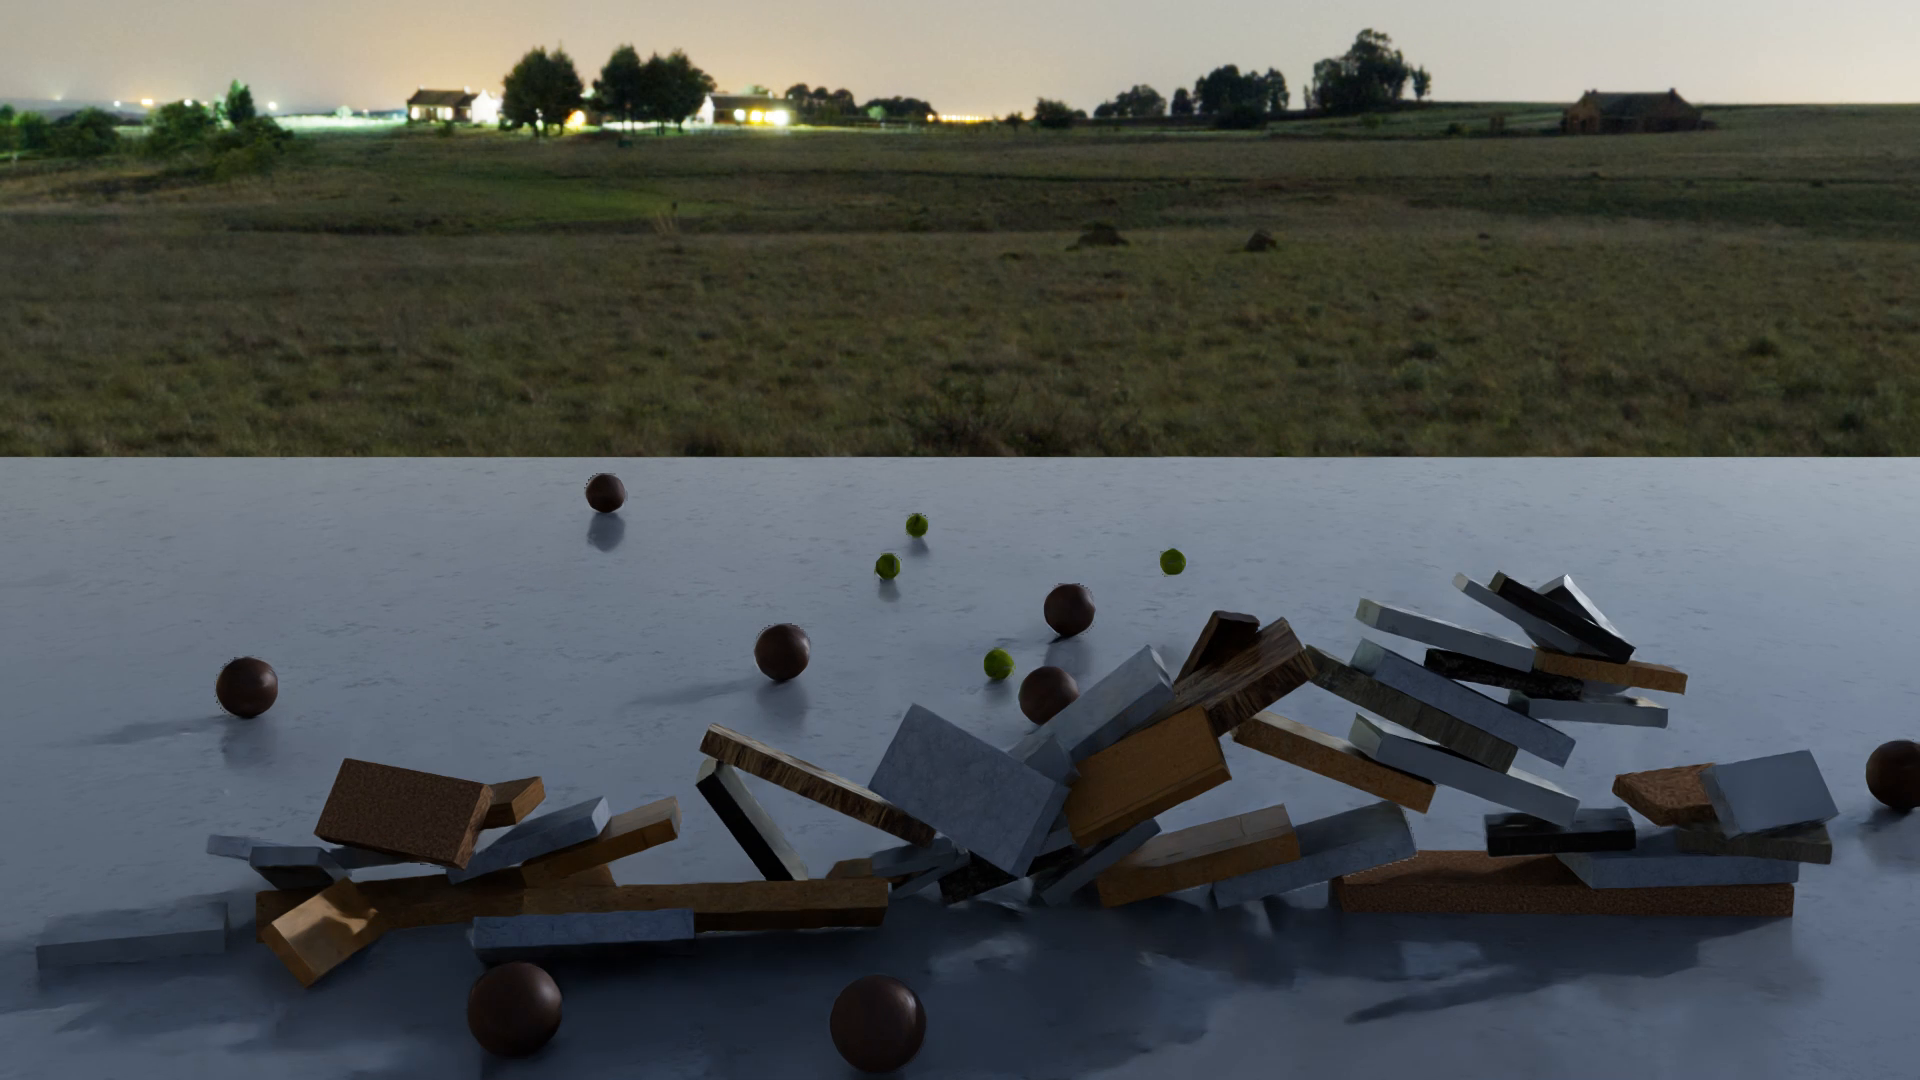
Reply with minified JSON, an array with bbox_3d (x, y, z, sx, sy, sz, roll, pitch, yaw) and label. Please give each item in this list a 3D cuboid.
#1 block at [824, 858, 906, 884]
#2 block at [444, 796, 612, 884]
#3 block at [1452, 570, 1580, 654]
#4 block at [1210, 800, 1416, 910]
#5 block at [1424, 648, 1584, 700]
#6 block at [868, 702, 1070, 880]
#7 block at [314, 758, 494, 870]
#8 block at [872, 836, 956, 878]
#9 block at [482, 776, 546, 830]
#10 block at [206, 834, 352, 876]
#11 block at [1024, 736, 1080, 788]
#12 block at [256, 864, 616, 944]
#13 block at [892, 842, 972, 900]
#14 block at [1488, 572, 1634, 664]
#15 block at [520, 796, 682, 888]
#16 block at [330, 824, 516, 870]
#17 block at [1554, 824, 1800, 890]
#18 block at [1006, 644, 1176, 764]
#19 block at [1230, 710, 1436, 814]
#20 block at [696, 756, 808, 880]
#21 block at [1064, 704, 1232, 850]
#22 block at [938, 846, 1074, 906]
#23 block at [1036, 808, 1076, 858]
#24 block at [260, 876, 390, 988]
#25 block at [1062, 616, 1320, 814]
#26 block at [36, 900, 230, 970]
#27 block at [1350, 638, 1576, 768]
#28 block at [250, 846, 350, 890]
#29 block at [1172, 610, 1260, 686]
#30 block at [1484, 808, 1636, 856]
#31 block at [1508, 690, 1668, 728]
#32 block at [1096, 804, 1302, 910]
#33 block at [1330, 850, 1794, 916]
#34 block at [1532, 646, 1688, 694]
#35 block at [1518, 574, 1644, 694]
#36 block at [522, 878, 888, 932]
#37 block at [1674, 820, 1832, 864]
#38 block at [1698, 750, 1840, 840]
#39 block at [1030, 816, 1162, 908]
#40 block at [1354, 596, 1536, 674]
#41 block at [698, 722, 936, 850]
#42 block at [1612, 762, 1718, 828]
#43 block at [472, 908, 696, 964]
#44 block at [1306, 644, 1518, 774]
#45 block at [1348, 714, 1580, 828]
[{"bbox_3d":[-0.152,0.556,3.690,0.138,0.020,0.069,-9,15,22],"label":"block"},{"bbox_3d":[-0.713,0.496,3.640,0.257,0.036,0.128,-19,7,3],"label":"block"},{"bbox_3d":[0.918,0.120,3.637,0.212,0.024,0.086,30,8,-4],"label":"block"},{"bbox_3d":[0.579,0.519,3.650,0.331,0.047,0.166,-17,9,7],"label":"block"},{"bbox_3d":[0.891,0.220,3.609,0.229,0.032,0.114,10,5,-6],"label":"block"},{"bbox_3d":[0.011,0.402,3.556,0.321,0.161,0.046,26,-4,37],"label":"block"},{"bbox_3d":[-0.901,0.443,3.566,0.270,0.135,0.038,7,-25,21],"label":"block"},{"bbox_3d":[-0.077,0.527,3.649,0.138,0.020,0.069,-13,16,0],"label":"block"},{"bbox_3d":[-0.838,0.450,3.640,0.270,0.038,0.135,-10,10,12],"label":"block"},{"bbox_3d":[-1.130,0.526,3.663,0.107,0.030,0.213,-3,-17,39],"label":"block"},{"bbox_3d":[0.112,0.403,3.549,0.024,0.171,0.086,36,17,-39],"label":"block"},{"bbox_3d":[-0.853,0.586,3.586,0.563,0.038,0.135,-3,11,-17],"label":"block"},{"bbox_3d":[-0.049,0.549,3.669,0.138,0.020,0.069,-27,13,0],"label":"block"},{"bbox_3d":[0.992,0.127,3.635,0.236,0.032,0.114,29,7,4],"label":"block"},{"bbox_3d":[-0.590,0.498,3.636,0.257,0.036,0.128,-19,11,0],"label":"block"},{"bbox_3d":[-0.896,0.497,3.671,0.270,0.038,0.135,-9,10,19],"label":"block"},{"bbox_3d":[1.183,0.520,3.642,0.346,0.049,0.173,-1,11,-5],"label":"block"},{"bbox_3d":[0.167,0.346,3.672,0.434,0.037,0.132,-38,22,12],"label":"block"},{"bbox_3d":[0.611,0.357,3.639,0.331,0.047,0.166,21,5,2],"label":"block"},{"bbox_3d":[-0.342,0.477,3.642,0.036,0.257,0.128,-35,10,4],"label":"block"},{"bbox_3d":[0.288,0.375,3.486,0.265,0.037,0.132,-27,46,13],"label":"block"},{"bbox_3d":[0.073,0.534,3.662,0.224,0.032,0.112,-20,15,0],"label":"block"},{"bbox_3d":[0.222,0.450,3.638,0.224,0.032,0.112,-20,16,2],"label":"block"},{"bbox_3d":[-0.968,0.597,3.360,0.030,0.107,0.213,-42,-2,18],"label":"block"},{"bbox_3d":[0.363,0.297,3.615,0.466,0.049,0.172,-33,15,7],"label":"block"},{"bbox_3d":[-1.286,0.615,3.431,0.270,0.038,0.135,-3,11,-15],"label":"block"},{"bbox_3d":[0.821,0.265,3.606,0.344,0.049,0.172,25,3,-4],"label":"block"},{"bbox_3d":[-1.072,0.538,3.578,0.107,0.030,0.213,0,-21,-2],"label":"block"},{"bbox_3d":[0.430,0.198,3.711,0.086,0.171,0.024,8,31,-32],"label":"block"},{"bbox_3d":[0.989,0.482,3.634,0.233,0.033,0.117,-5,11,11],"label":"block"},{"bbox_3d":[1.032,0.275,3.618,0.229,0.032,0.114,5,5,-3],"label":"block"},{"bbox_3d":[0.390,0.524,3.649,0.331,0.047,0.166,-15,8,5],"label":"block"},{"bbox_3d":[0.989,0.568,3.652,0.724,0.049,0.173,0,11,1],"label":"block"},{"bbox_3d":[1.068,0.214,3.626,0.229,0.032,0.114,9,4,3],"label":"block"},{"bbox_3d":[1.055,0.171,3.747,0.114,0.229,0.032,-35,15,38],"label":"block"},{"bbox_3d":[-0.392,0.571,3.413,0.549,0.046,0.161,-1,-20,-6],"label":"block"},{"bbox_3d":[1.295,0.485,3.598,0.233,0.033,0.117,4,11,15],"label":"block"},{"bbox_3d":[1.318,0.414,3.582,0.233,0.117,0.033,-4,-25,-30],"label":"block"},{"bbox_3d":[0.222,0.516,3.649,0.224,0.032,0.112,-35,14,-1],"label":"block"},{"bbox_3d":[0.788,0.154,3.579,0.265,0.037,0.132,16,4,-5],"label":"block"},{"bbox_3d":[-0.234,0.405,3.637,0.406,0.038,0.135,24,-1,-3],"label":"block"},{"bbox_3d":[1.210,0.423,3.657,0.229,0.032,0.114,-3,26,-29],"label":"block"},{"bbox_3d":[-0.561,0.597,3.311,0.321,0.046,0.161,-1,-18,-7],"label":"block"},{"bbox_3d":[0.730,0.275,3.607,0.344,0.049,0.172,25,4,-4],"label":"block"},{"bbox_3d":[0.828,0.379,3.633,0.346,0.049,0.173,19,4,-6],"label":"block"}]
